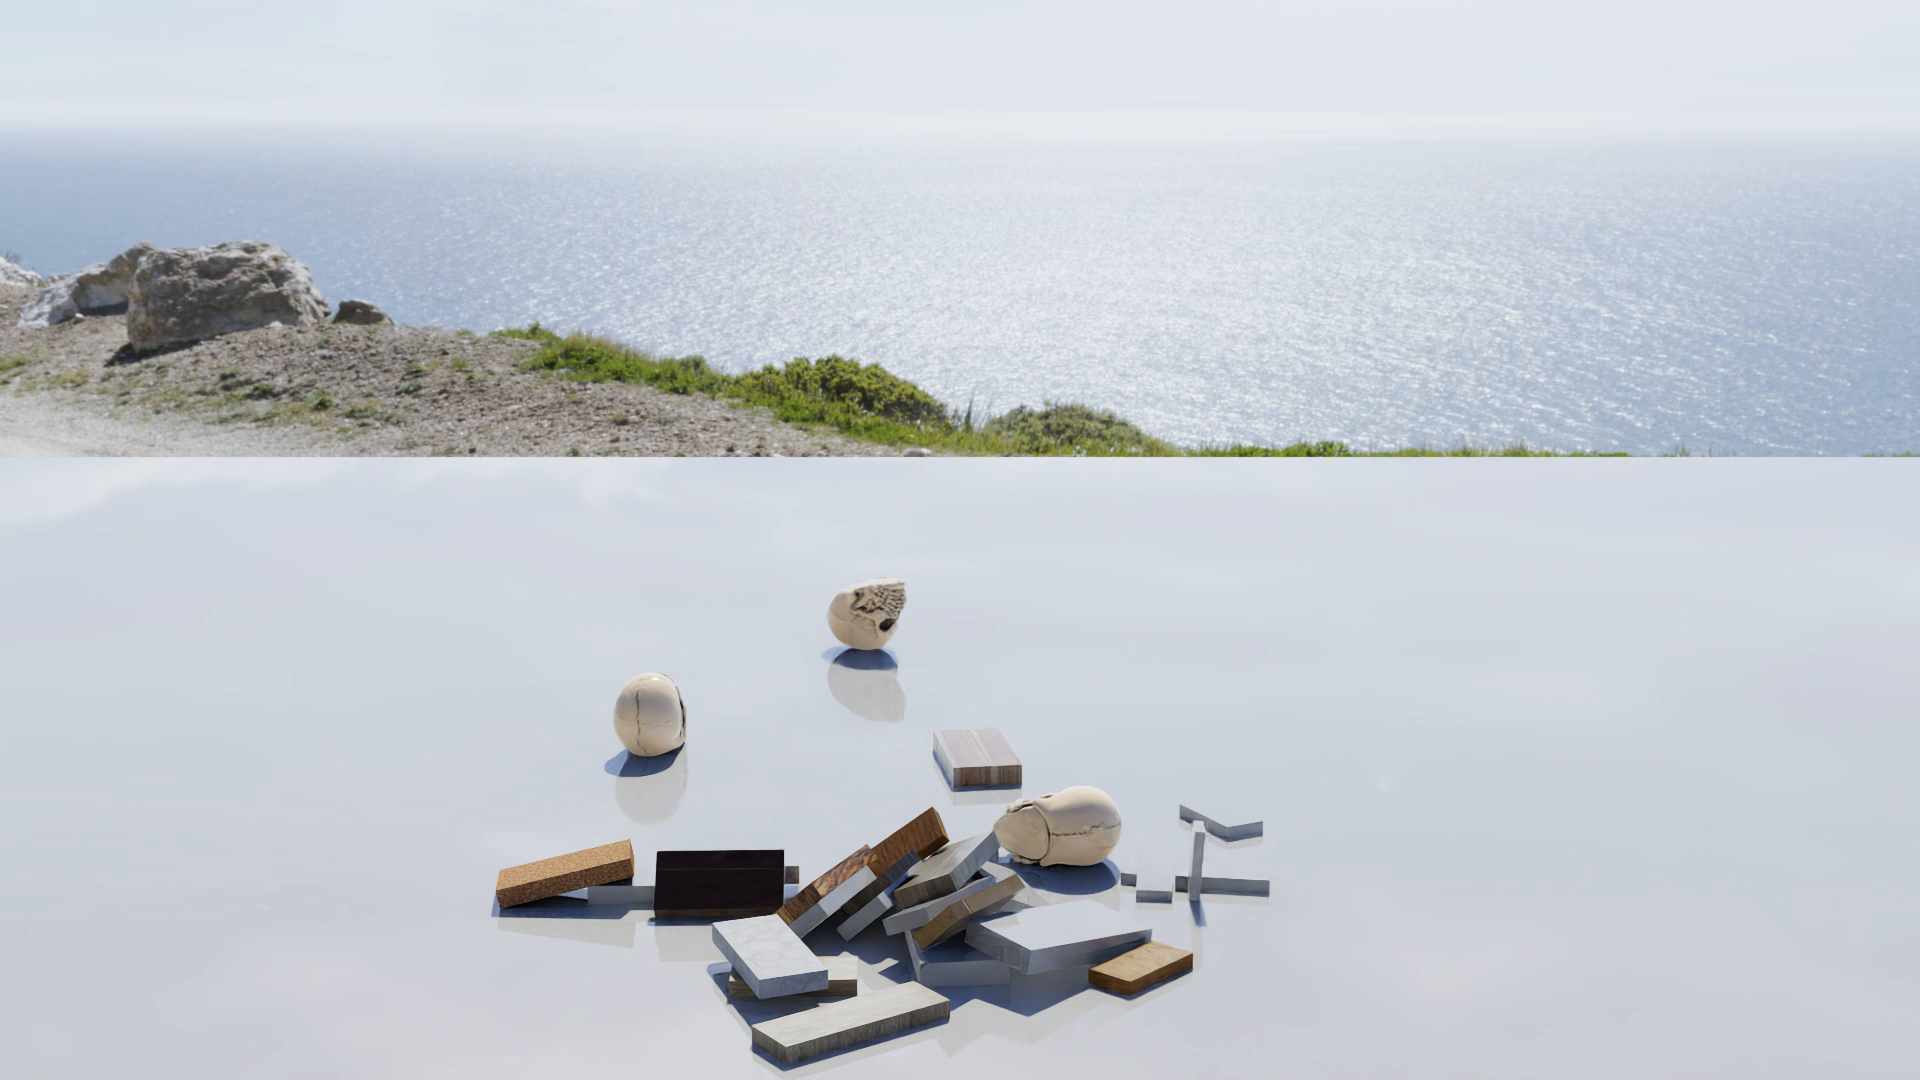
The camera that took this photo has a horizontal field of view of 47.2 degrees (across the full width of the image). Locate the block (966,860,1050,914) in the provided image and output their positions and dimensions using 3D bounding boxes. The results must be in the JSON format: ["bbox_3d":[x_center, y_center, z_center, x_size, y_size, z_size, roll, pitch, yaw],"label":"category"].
[{"bbox_3d":[0.073,0.571,3.575,0.106,0.030,0.240,22,2,-20],"label":"block"}]

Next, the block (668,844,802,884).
[{"bbox_3d":[-0.378,0.542,3.669,0.222,0.031,0.111,0,10,-2],"label":"block"}]

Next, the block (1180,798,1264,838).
[{"bbox_3d":[0.478,0.511,4.036,0.078,0.022,0.157,-5,12,-27],"label":"block"}]

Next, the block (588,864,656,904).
[{"bbox_3d":[-0.502,0.574,3.671,0.222,0.031,0.111,0,11,-1],"label":"block"}]

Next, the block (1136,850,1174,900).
[{"bbox_3d":[0.328,0.562,3.692,0.060,0.017,0.120,1,25,7],"label":"block"}]

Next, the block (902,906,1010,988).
[{"bbox_3d":[-0.009,0.620,3.401,0.135,0.038,0.271,-1,11,-7],"label":"block"}]

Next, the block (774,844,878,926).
[{"bbox_3d":[-0.220,0.563,3.564,0.104,0.029,0.208,-41,-7,24],"label":"block"}]

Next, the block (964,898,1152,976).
[{"bbox_3d":[0.152,0.604,3.358,0.271,0.038,0.135,0,13,-44],"label":"block"}]

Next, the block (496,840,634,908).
[{"bbox_3d":[-0.654,0.553,3.653,0.222,0.031,0.111,-13,10,-6],"label":"block"}]

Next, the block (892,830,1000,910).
[{"bbox_3d":[-0.020,0.527,3.524,0.106,0.030,0.212,-22,3,23],"label":"block"}]

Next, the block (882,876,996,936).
[{"bbox_3d":[-0.029,0.567,3.414,0.090,0.026,0.181,-23,-5,37],"label":"block"}]

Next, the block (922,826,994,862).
[{"bbox_3d":[-0.056,0.537,3.760,0.212,0.030,0.106,-9,14,-41],"label":"block"}]

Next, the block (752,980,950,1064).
[{"bbox_3d":[-0.152,0.681,3.111,0.276,0.026,0.090,-8,13,-36],"label":"block"}]

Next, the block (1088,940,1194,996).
[{"bbox_3d":[0.273,0.644,3.315,0.078,0.022,0.157,9,14,41],"label":"block"}]

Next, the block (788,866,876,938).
[{"bbox_3d":[-0.209,0.581,3.491,0.094,0.027,0.187,-41,-7,23],"label":"block"}]

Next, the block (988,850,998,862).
[{"bbox_3d":[-0.014,0.552,3.814,0.148,0.021,0.074,-8,13,-35],"label":"block"}]

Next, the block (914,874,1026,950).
[{"bbox_3d":[0.015,0.567,3.358,0.090,0.026,0.181,-45,-18,32],"label":"block"}]

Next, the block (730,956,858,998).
[{"bbox_3d":[-0.246,0.650,3.273,0.187,0.027,0.094,0,11,-2],"label":"block"}]

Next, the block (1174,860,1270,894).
[{"bbox_3d":[0.444,0.569,3.719,0.157,0.022,0.078,2,11,9],"label":"block"}]

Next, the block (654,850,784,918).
[{"bbox_3d":[-0.390,0.559,3.579,0.208,0.104,0.029,0,-34,-2],"label":"block"}]

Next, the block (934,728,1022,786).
[{"bbox_3d":[0.033,0.434,4.405,0.135,0.038,0.271,-2,11,-9],"label":"block"}]

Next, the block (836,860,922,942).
[{"bbox_3d":[-0.121,0.576,3.519,0.094,0.027,0.187,-41,-6,22],"label":"block"}]

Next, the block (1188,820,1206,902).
[{"bbox_3d":[0.392,0.532,3.649,0.017,0.120,0.060,4,11,2],"label":"block"}]

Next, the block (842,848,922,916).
[{"bbox_3d":[-0.127,0.551,3.533,0.074,0.021,0.148,-34,-7,-43],"label":"block"}]

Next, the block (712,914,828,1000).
[{"bbox_3d":[-0.286,0.620,3.283,0.104,0.029,0.248,-4,11,-22],"label":"block"}]

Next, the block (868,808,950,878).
[{"bbox_3d":[-0.101,0.520,3.654,0.172,0.021,0.074,-35,35,7],"label":"block"}]

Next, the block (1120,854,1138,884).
[{"bbox_3d":[0.320,0.563,3.769,0.060,0.017,0.120,4,11,19],"label":"block"}]
